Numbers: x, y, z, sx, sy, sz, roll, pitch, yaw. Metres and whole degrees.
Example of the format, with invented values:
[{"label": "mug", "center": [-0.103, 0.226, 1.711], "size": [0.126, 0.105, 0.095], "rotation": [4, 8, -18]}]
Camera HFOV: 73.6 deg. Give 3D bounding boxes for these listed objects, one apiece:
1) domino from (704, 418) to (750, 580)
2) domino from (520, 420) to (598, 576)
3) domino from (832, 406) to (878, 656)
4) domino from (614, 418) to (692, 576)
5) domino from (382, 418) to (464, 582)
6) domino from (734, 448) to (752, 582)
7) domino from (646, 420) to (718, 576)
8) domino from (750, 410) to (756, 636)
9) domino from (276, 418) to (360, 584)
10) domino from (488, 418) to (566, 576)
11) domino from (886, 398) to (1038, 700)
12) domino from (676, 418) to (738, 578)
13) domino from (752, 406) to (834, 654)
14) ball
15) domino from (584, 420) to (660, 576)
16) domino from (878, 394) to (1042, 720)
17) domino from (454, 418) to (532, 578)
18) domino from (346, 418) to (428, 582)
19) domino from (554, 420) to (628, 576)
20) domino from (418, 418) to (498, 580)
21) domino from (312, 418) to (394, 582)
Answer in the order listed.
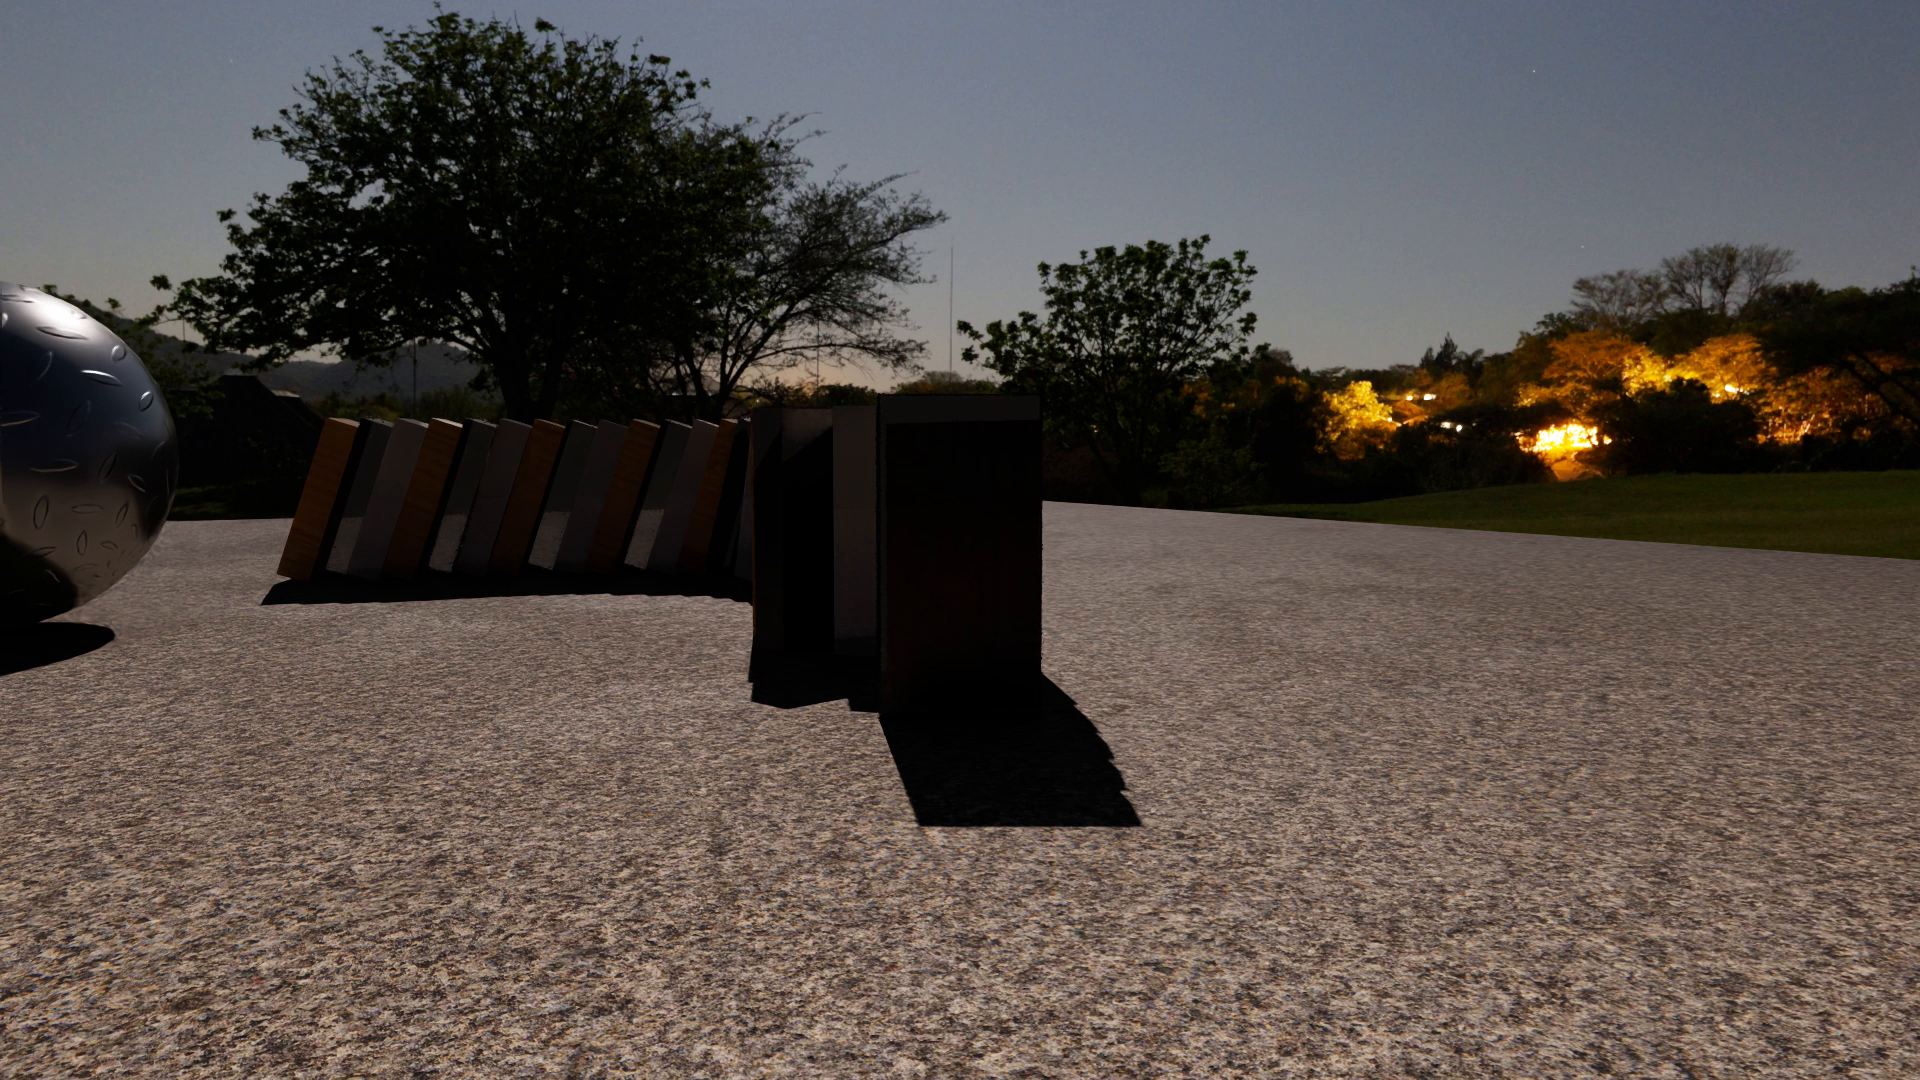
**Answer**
[{"label": "domino", "center": [-0.065, -0.014, 0.411], "size": [0.010, 0.050, 0.025], "rotation": [22, 14, 27]}, {"label": "domino", "center": [-0.131, -0.015, 0.424], "size": [0.010, 0.050, 0.025], "rotation": [18, 1, -11]}, {"label": "domino", "center": [-0.017, -0.003, 0.268], "size": [0.009, 0.050, 0.025], "rotation": [2, 5, 21]}, {"label": "domino", "center": [-0.099, -0.014, 0.424], "size": [0.009, 0.050, 0.025], "rotation": [18, 3, -6]}, {"label": "domino", "center": [-0.169, -0.013, 0.408], "size": [0.010, 0.050, 0.025], "rotation": [18, 0, -12]}, {"label": "domino", "center": [-0.056, -0.013, 0.401], "size": [0.010, 0.050, 0.025], "rotation": [14, 11, 32]}, {"label": "domino", "center": [-0.089, -0.014, 0.423], "size": [0.010, 0.050, 0.025], "rotation": [19, 3, -6]}, {"label": "domino", "center": [-0.034, -0.004, 0.288], "size": [0.025, 0.050, 0.010], "rotation": [0, 4, -4]}, {"label": "domino", "center": [-0.198, -0.013, 0.403], "size": [0.010, 0.050, 0.025], "rotation": [18, 0, -12]}, {"label": "domino", "center": [-0.141, -0.014, 0.422], "size": [0.010, 0.050, 0.025], "rotation": [18, 1, -11]}, {"label": "domino", "center": [0.000, 0.001, 0.216], "size": [0.025, 0.050, 0.009], "rotation": [0, 4, 2]}, {"label": "domino", "center": [-0.077, -0.014, 0.419], "size": [0.010, 0.050, 0.025], "rotation": [19, 6, 5]}, {"label": "domino", "center": [-0.030, -0.003, 0.271], "size": [0.010, 0.050, 0.025], "rotation": [4, 6, 44]}, {"label": "ball", "center": [-0.222, -0.019, 0.288], "size": [0.080, 0.080, 0.080], "rotation": [0, 4, 0]}, {"label": "domino", "center": [-0.110, -0.015, 0.425], "size": [0.010, 0.050, 0.025], "rotation": [18, 3, -6]}, {"label": "domino", "center": [0.000, 0.002, 0.201], "size": [0.025, 0.050, 0.010], "rotation": [0, 4, 0]}, {"label": "domino", "center": [-0.150, -0.014, 0.418], "size": [0.010, 0.050, 0.025], "rotation": [18, 1, -11]}, {"label": "domino", "center": [-0.178, -0.013, 0.406], "size": [0.010, 0.050, 0.025], "rotation": [18, 0, -12]}, {"label": "domino", "center": [-0.121, -0.015, 0.426], "size": [0.010, 0.050, 0.025], "rotation": [18, 1, -11]}, {"label": "domino", "center": [-0.159, -0.014, 0.413], "size": [0.010, 0.050, 0.025], "rotation": [17, 1, -12]}, {"label": "domino", "center": [-0.188, -0.013, 0.404], "size": [0.010, 0.050, 0.025], "rotation": [18, 0, -12]}]
